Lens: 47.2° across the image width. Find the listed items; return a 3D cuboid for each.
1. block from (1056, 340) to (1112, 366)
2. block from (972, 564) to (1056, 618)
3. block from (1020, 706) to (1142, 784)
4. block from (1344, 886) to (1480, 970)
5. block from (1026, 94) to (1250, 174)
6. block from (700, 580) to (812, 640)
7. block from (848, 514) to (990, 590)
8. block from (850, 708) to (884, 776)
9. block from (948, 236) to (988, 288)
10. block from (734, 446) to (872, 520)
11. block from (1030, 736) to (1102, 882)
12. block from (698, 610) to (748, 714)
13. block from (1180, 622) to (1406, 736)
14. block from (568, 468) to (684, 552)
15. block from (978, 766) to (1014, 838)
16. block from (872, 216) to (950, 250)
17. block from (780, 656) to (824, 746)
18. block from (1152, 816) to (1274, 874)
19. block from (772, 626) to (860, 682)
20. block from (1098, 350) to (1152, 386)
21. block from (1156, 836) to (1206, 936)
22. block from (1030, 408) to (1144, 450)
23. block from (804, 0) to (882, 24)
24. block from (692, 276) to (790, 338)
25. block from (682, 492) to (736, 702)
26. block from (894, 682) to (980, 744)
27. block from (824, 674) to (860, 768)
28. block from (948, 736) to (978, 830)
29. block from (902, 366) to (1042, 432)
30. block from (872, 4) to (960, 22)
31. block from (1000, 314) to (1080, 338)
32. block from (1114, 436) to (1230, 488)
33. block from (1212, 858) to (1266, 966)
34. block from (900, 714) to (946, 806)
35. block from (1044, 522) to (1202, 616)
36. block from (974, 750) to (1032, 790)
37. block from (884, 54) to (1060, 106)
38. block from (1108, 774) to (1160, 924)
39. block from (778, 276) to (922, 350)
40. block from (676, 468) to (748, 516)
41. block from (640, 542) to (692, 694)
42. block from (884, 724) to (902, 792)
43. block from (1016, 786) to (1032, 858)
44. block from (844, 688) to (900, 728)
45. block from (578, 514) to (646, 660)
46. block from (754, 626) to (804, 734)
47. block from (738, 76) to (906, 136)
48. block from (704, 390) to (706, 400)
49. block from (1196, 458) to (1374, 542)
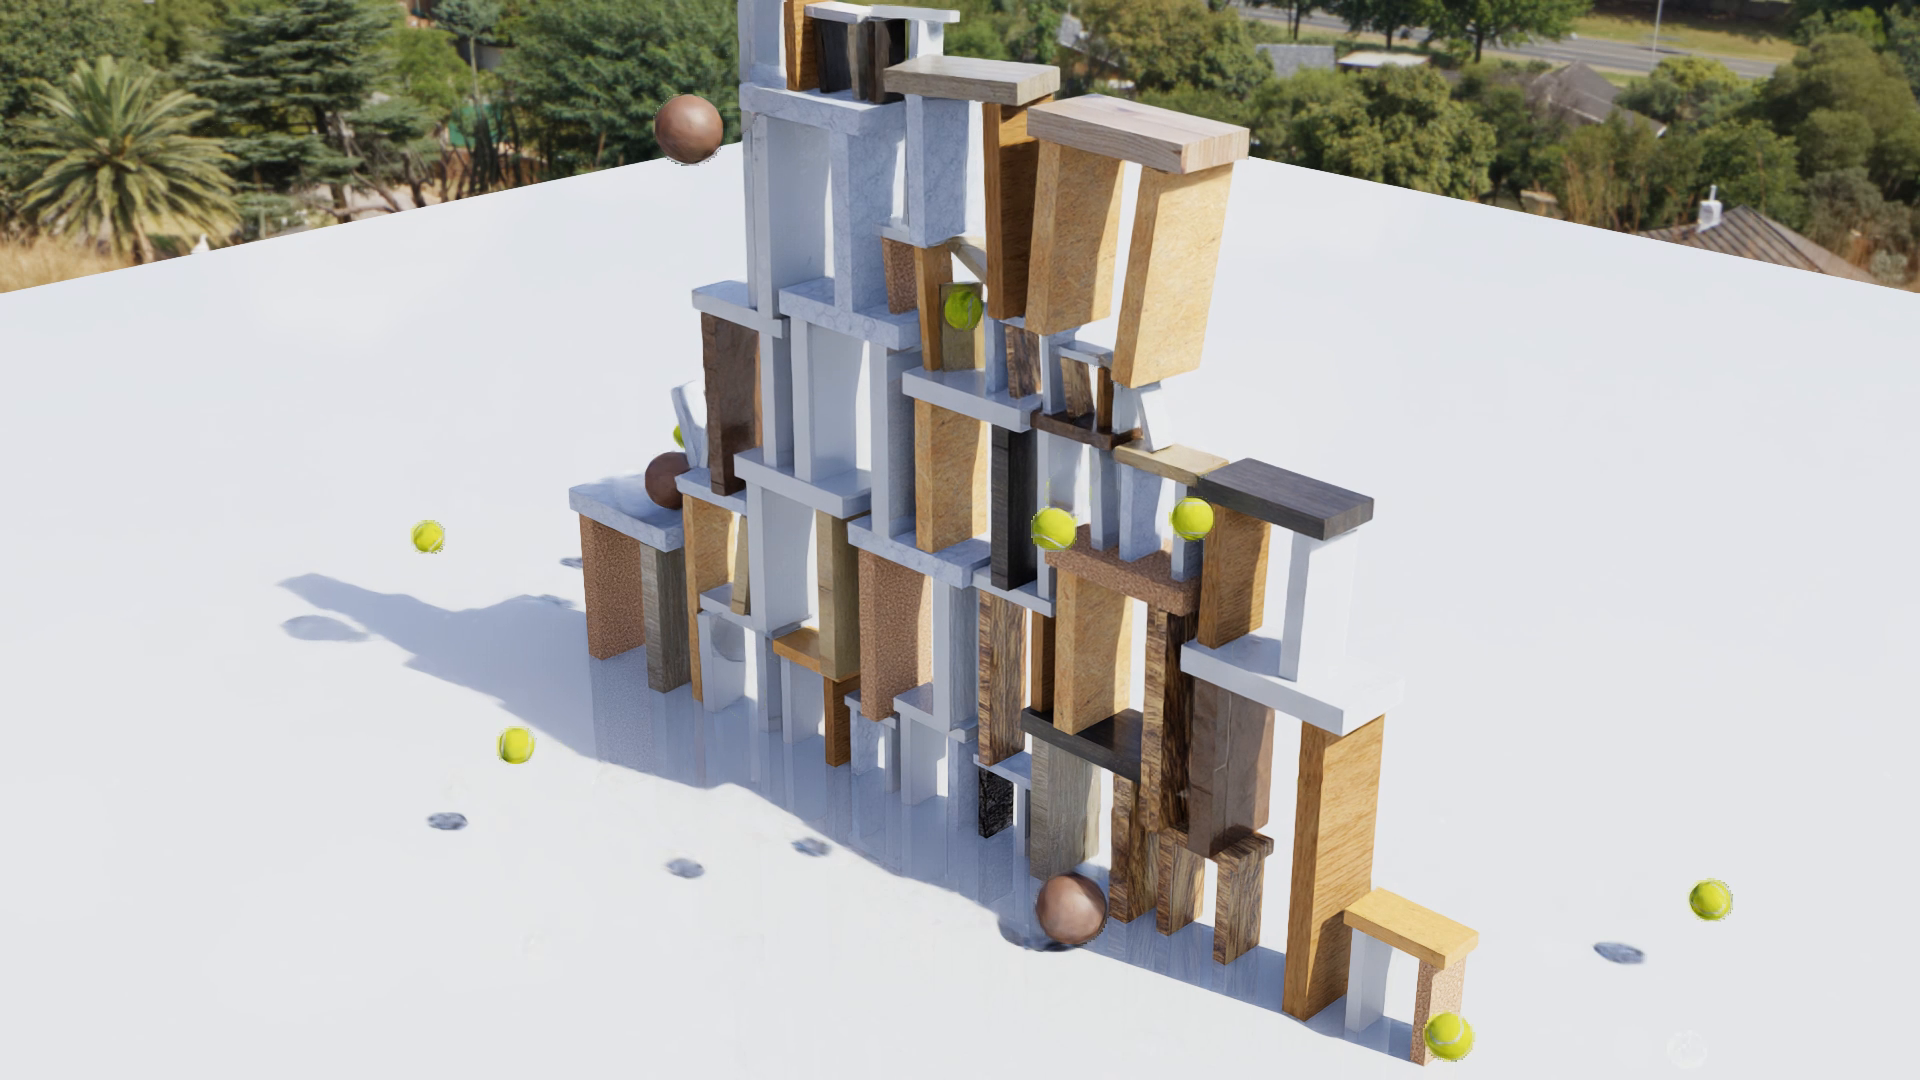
[{"bbox_3d":[0.224,-0.328,3.855,0.054,0.015,0.107,-20,29,-39],"label":"block"},{"bbox_3d":[0.130,0.087,4.115,0.202,0.029,0.101,21,31,41],"label":"block"},{"bbox_3d":[0.275,0.359,4.083,0.303,0.043,0.152,21,31,41],"label":"block"},{"bbox_3d":[0.755,0.649,3.683,0.200,0.028,0.100,21,31,41],"label":"block"},{"bbox_3d":[0.291,-0.674,3.631,0.169,0.048,0.338,-21,32,-40],"label":"block"},{"bbox_3d":[-0.443,0.148,4.772,0.233,0.033,0.117,21,30,39],"label":"block"},{"bbox_3d":[-0.054,0.007,4.286,0.315,0.045,0.157,21,31,40],"label":"block"},{"bbox_3d":[-0.193,0.409,4.600,0.077,0.154,0.022,-21,31,-41],"label":"block"},{"bbox_3d":[0.053,-0.503,4.007,0.081,0.023,0.162,-6,40,-35],"label":"block"},{"bbox_3d":[-0.289,-0.131,4.478,0.166,0.047,0.332,-21,31,-40],"label":"block"},{"bbox_3d":[0.203,0.491,4.216,0.043,0.303,0.152,21,31,41],"label":"block"},{"bbox_3d":[-0.524,0.253,4.865,0.033,0.233,0.117,13,26,31],"label":"block"},{"bbox_3d":[0.558,0.225,3.711,0.170,0.048,0.340,-21,31,-40],"label":"block"},{"bbox_3d":[-0.702,-0.070,4.950,0.178,0.050,0.355,-21,31,-40],"label":"block"},{"bbox_3d":[0.072,0.507,4.366,0.022,0.156,0.078,21,31,41],"label":"block"},{"bbox_3d":[-0.087,-0.570,4.071,0.144,0.020,0.072,21,33,40],"label":"block"},{"bbox_3d":[-0.334,0.328,4.724,0.029,0.206,0.103,21,31,41],"label":"block"},{"bbox_3d":[0.454,0.532,3.957,0.100,0.028,0.201,-21,31,-40],"label":"block"},{"bbox_3d":[-0.287,0.239,4.633,0.206,0.029,0.103,21,31,40],"label":"block"},{"bbox_3d":[0.294,-0.297,3.779,0.054,0.015,0.107,-20,38,-39],"label":"block"},{"bbox_3d":[0.408,0.619,4.046,0.100,0.201,0.028,-21,31,-40],"label":"block"},{"bbox_3d":[0.225,-0.204,3.893,0.095,0.027,0.189,-21,30,-41],"label":"block"},{"bbox_3d":[-0.215,-0.974,4.058,0.136,0.019,0.068,19,30,38],"label":"block"},{"bbox_3d":[-0.400,-0.473,4.452,0.280,0.040,0.140,22,31,40],"label":"block"},{"bbox_3d":[-0.547,0.114,4.858,0.033,0.496,0.115,21,31,40],"label":"block"},{"bbox_3d":[-0.026,0.343,4.394,0.102,0.029,0.203,-21,31,-41],"label":"block"},{"bbox_3d":[-0.237,0.366,4.634,0.029,0.206,0.103,21,31,41],"label":"block"},{"bbox_3d":[0.022,0.469,4.395,0.102,0.203,0.029,-21,31,-41],"label":"block"},{"bbox_3d":[0.053,-0.273,4.056,0.152,0.043,0.303,-21,31,-40],"label":"block"},{"bbox_3d":[-0.081,-0.954,3.986,0.145,0.021,0.072,7,14,11],"label":"block"},{"bbox_3d":[0.143,-0.390,3.907,0.067,0.019,0.134,-21,31,-41],"label":"block"},{"bbox_3d":[0.363,-0.136,3.765,0.179,0.025,0.090,21,31,40],"label":"block"},{"bbox_3d":[0.502,0.656,3.959,0.100,0.201,0.028,-21,31,-41],"label":"block"},{"bbox_3d":[-0.074,0.432,4.483,0.029,0.203,0.102,21,31,41],"label":"block"},{"bbox_3d":[0.321,0.043,3.891,0.161,0.046,0.321,-21,31,-40],"label":"block"},{"bbox_3d":[0.109,0.440,4.298,0.156,0.022,0.078,21,31,41],"label":"block"},{"bbox_3d":[0.020,-0.804,3.835,0.276,0.039,0.138,13,28,31],"label":"block"},{"bbox_3d":[0.347,0.546,4.085,0.043,0.303,0.152,21,31,41],"label":"block"},{"bbox_3d":[-0.174,-0.442,4.230,0.336,0.048,0.168,21,31,40],"label":"block"},{"bbox_3d":[-0.489,-0.110,4.705,0.229,0.033,0.115,19,30,39],"label":"block"},{"bbox_3d":[-0.629,0.150,4.953,0.050,0.356,0.178,18,29,36],"label":"block"},{"bbox_3d":[-0.120,0.437,4.534,0.022,0.154,0.077,21,31,41],"label":"block"},{"bbox_3d":[0.146,0.536,4.298,0.022,0.156,0.078,21,31,41],"label":"block"},{"bbox_3d":[-0.158,0.342,4.533,0.077,0.022,0.154,-21,31,-41],"label":"block"},{"bbox_3d":[-0.786,0.085,5.106,0.050,0.355,0.178,21,31,41],"label":"block"},{"bbox_3d":[-0.386,0.293,4.773,0.033,0.233,0.117,21,31,40],"label":"block"},{"bbox_3d":[-0.242,-0.823,4.141,0.169,0.048,0.337,-21,31,-41],"label":"block"},{"bbox_3d":[-0.494,-0.333,4.849,0.167,0.024,0.083,-12,2,33],"label":"block"},{"bbox_3d":[0.534,-0.069,3.620,0.131,0.037,0.263,-21,31,-40],"label":"block"}]
